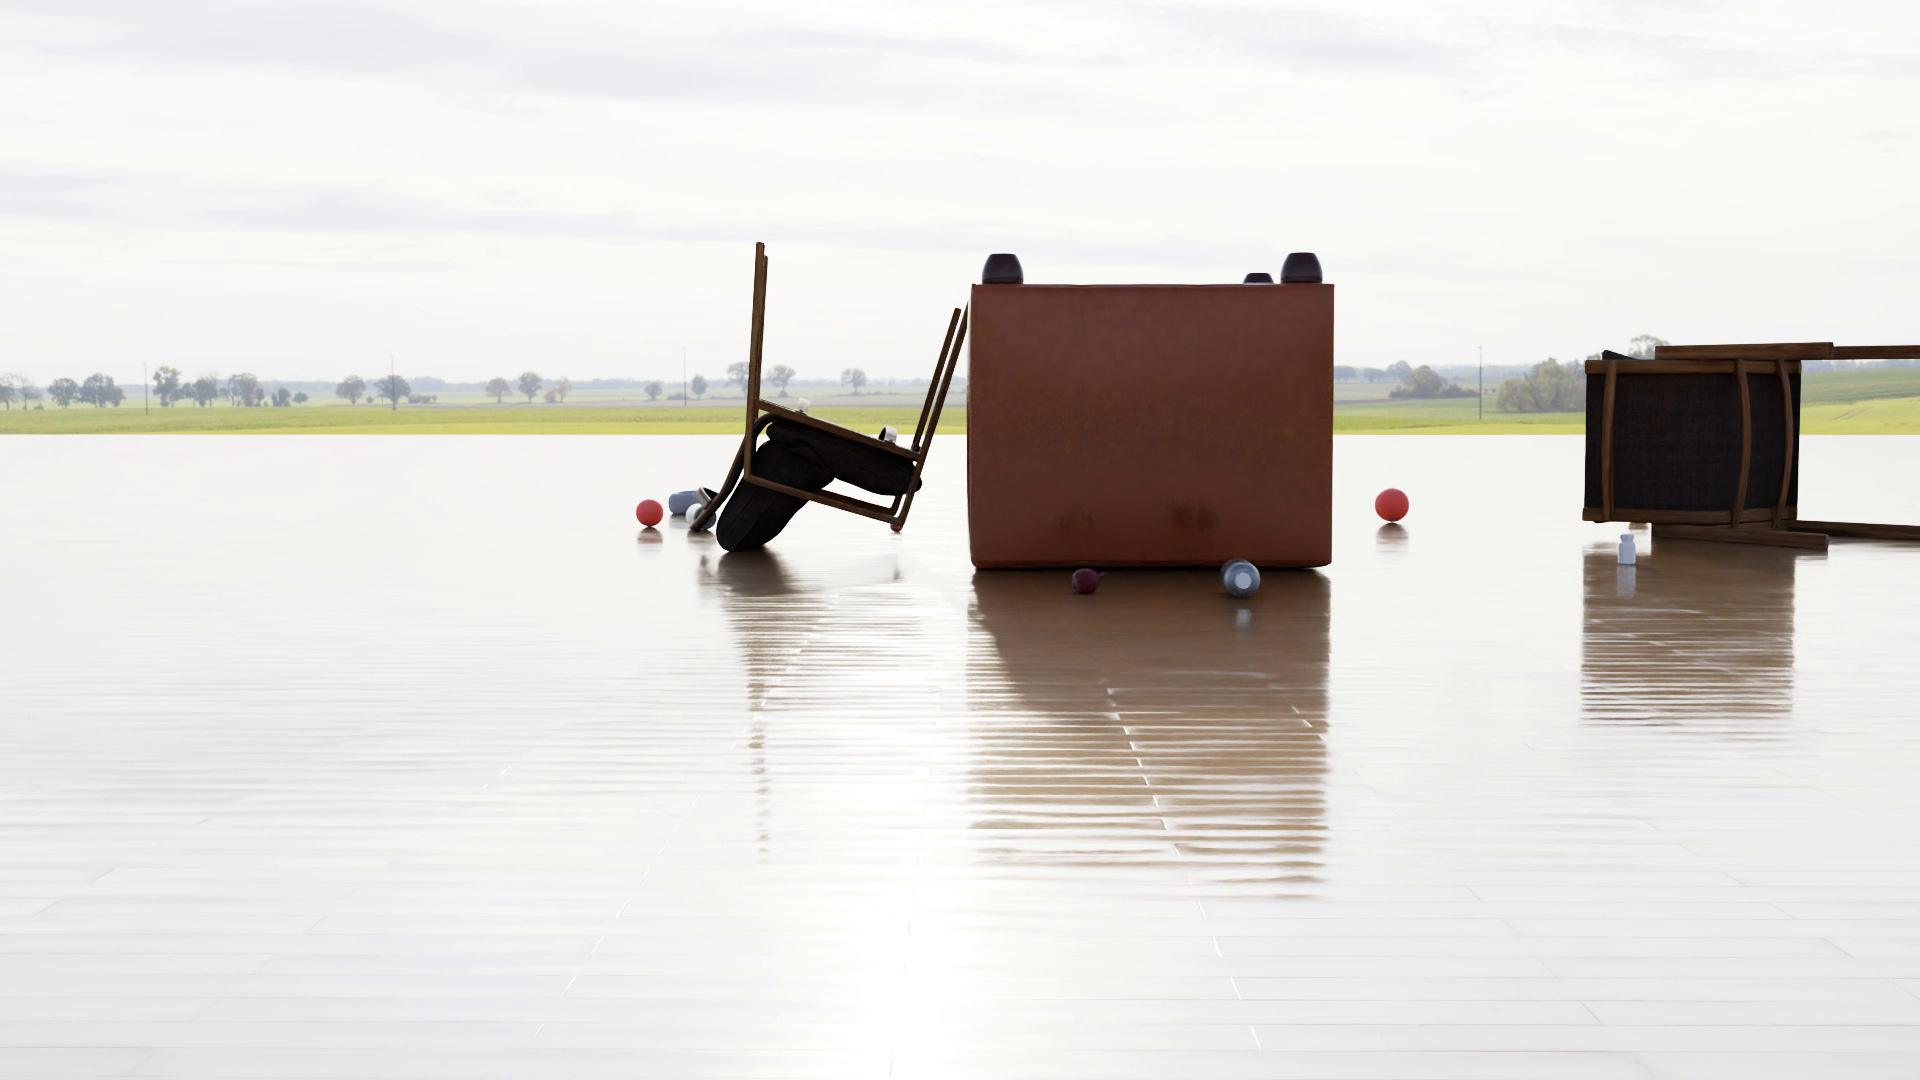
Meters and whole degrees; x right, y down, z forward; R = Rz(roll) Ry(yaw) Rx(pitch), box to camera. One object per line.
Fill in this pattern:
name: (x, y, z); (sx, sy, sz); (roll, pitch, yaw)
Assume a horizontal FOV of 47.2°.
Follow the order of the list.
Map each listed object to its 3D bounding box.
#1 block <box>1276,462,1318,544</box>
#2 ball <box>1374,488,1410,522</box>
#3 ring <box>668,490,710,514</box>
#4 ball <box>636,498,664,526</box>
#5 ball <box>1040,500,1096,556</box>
block: (0.985, -0.108, 6.426); (0.098, 0.231, 0.154); (0, 4, 1)
ball: (1.457, -0.118, 7.419); (0.116, 0.116, 0.116); (0, 4, 0)
ring: (-0.980, -0.135, 7.948); (0.150, 0.078, 0.094); (-5, 13, -13)
ball: (-1.013, -0.089, 7.182); (0.092, 0.092, 0.092); (0, 4, 0)
ball: (0.287, -0.030, 5.895); (0.150, 0.150, 0.150); (0, 4, 0)
